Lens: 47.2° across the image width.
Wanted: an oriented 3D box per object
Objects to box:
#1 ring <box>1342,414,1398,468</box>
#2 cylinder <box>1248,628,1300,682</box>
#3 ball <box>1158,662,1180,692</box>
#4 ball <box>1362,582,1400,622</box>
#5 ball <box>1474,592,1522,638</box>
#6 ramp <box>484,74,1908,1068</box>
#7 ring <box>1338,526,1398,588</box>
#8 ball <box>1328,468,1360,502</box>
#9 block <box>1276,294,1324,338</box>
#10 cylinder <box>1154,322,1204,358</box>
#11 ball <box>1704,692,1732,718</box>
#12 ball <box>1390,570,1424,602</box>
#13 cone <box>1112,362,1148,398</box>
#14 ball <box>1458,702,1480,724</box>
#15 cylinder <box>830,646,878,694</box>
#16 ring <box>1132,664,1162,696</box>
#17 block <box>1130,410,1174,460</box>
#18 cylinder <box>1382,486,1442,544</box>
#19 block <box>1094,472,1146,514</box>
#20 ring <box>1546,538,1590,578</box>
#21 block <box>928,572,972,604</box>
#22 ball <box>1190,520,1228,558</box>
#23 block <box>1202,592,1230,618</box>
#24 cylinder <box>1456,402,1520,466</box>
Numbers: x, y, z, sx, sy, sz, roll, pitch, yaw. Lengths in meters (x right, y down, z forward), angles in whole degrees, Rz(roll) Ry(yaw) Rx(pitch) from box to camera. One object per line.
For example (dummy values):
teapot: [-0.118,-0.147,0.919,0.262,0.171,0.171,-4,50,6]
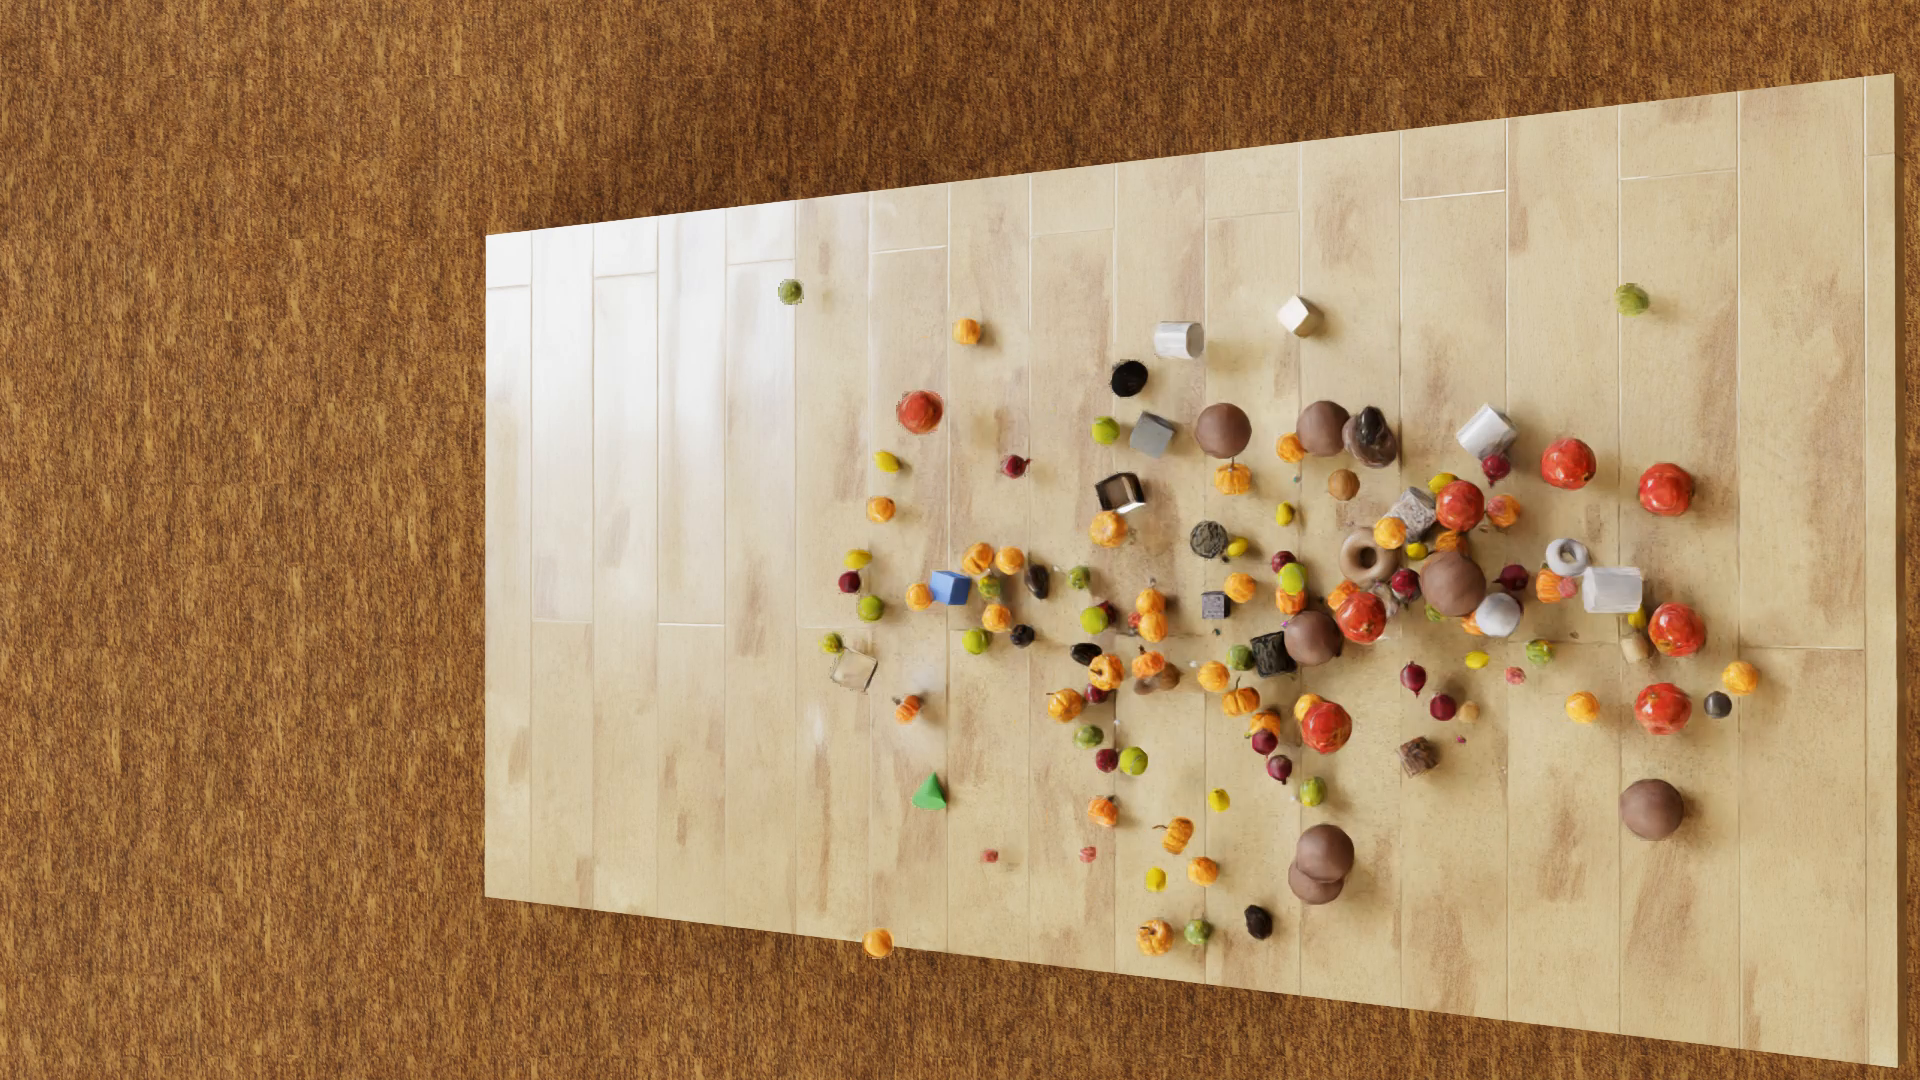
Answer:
ring: [0.929,-0.224,4.986,0.141,0.047,0.141,16,53,-22]
cylinder: [0.734,0.268,5.138,0.092,0.092,0.092,-24,103,0]
ball: [0.497,0.330,5.311,0.069,0.069,0.069,0,90,0]
ball: [0.955,0.140,4.991,0.087,0.087,0.087,0,90,0]
ball: [1.169,0.163,4.775,0.099,0.099,0.099,0,90,0]
ramp: [0.251,0.069,5.581,4.000,0.100,2.000,0,89,34]
ring: [0.934,0.040,5.032,0.144,0.048,0.144,1,92,34]
ball: [0.852,-0.122,4.889,0.072,0.072,0.072,0,90,0]
block: [0.791,-0.520,5.117,0.064,0.064,0.064,-47,56,25]
cylinder: [0.522,-0.475,5.225,0.086,0.086,0.086,5,89,38]
ball: [1.564,0.341,4.539,0.056,0.056,0.056,0,90,0]
ball: [1.003,0.103,4.938,0.075,0.075,0.075,0,90,0]
cone: [0.395,-0.415,5.401,0.098,0.098,0.098,-11,123,-18]
ball: [1.132,0.384,4.895,0.050,0.050,0.050,0,90,0]
cylinder: [-0.274,0.337,5.695,0.094,0.094,0.094,24,90,-8]
ring: [0.445,0.334,5.235,0.084,0.084,0.028,-43,50,0]
block: [0.462,-0.254,5.310,0.079,0.079,0.079,25,107,-2]
cylinder: [1.017,-0.055,4.949,0.094,0.094,0.094,36,111,0]
block: [0.392,-0.114,5.380,0.077,0.077,0.077,-25,76,32]
ring: [1.315,0.039,4.755,0.096,0.032,0.096,2,60,-4]
block: [-0.027,0.124,5.661,0.071,0.071,0.071,17,99,38]
ball: [0.592,-0.001,5.237,0.091,0.091,0.091,0,90,0]
block: [0.608,0.155,5.234,0.057,0.057,0.057,1,96,19]
cylinder: [1.163,-0.235,4.846,0.099,0.099,0.099,42,110,0]
